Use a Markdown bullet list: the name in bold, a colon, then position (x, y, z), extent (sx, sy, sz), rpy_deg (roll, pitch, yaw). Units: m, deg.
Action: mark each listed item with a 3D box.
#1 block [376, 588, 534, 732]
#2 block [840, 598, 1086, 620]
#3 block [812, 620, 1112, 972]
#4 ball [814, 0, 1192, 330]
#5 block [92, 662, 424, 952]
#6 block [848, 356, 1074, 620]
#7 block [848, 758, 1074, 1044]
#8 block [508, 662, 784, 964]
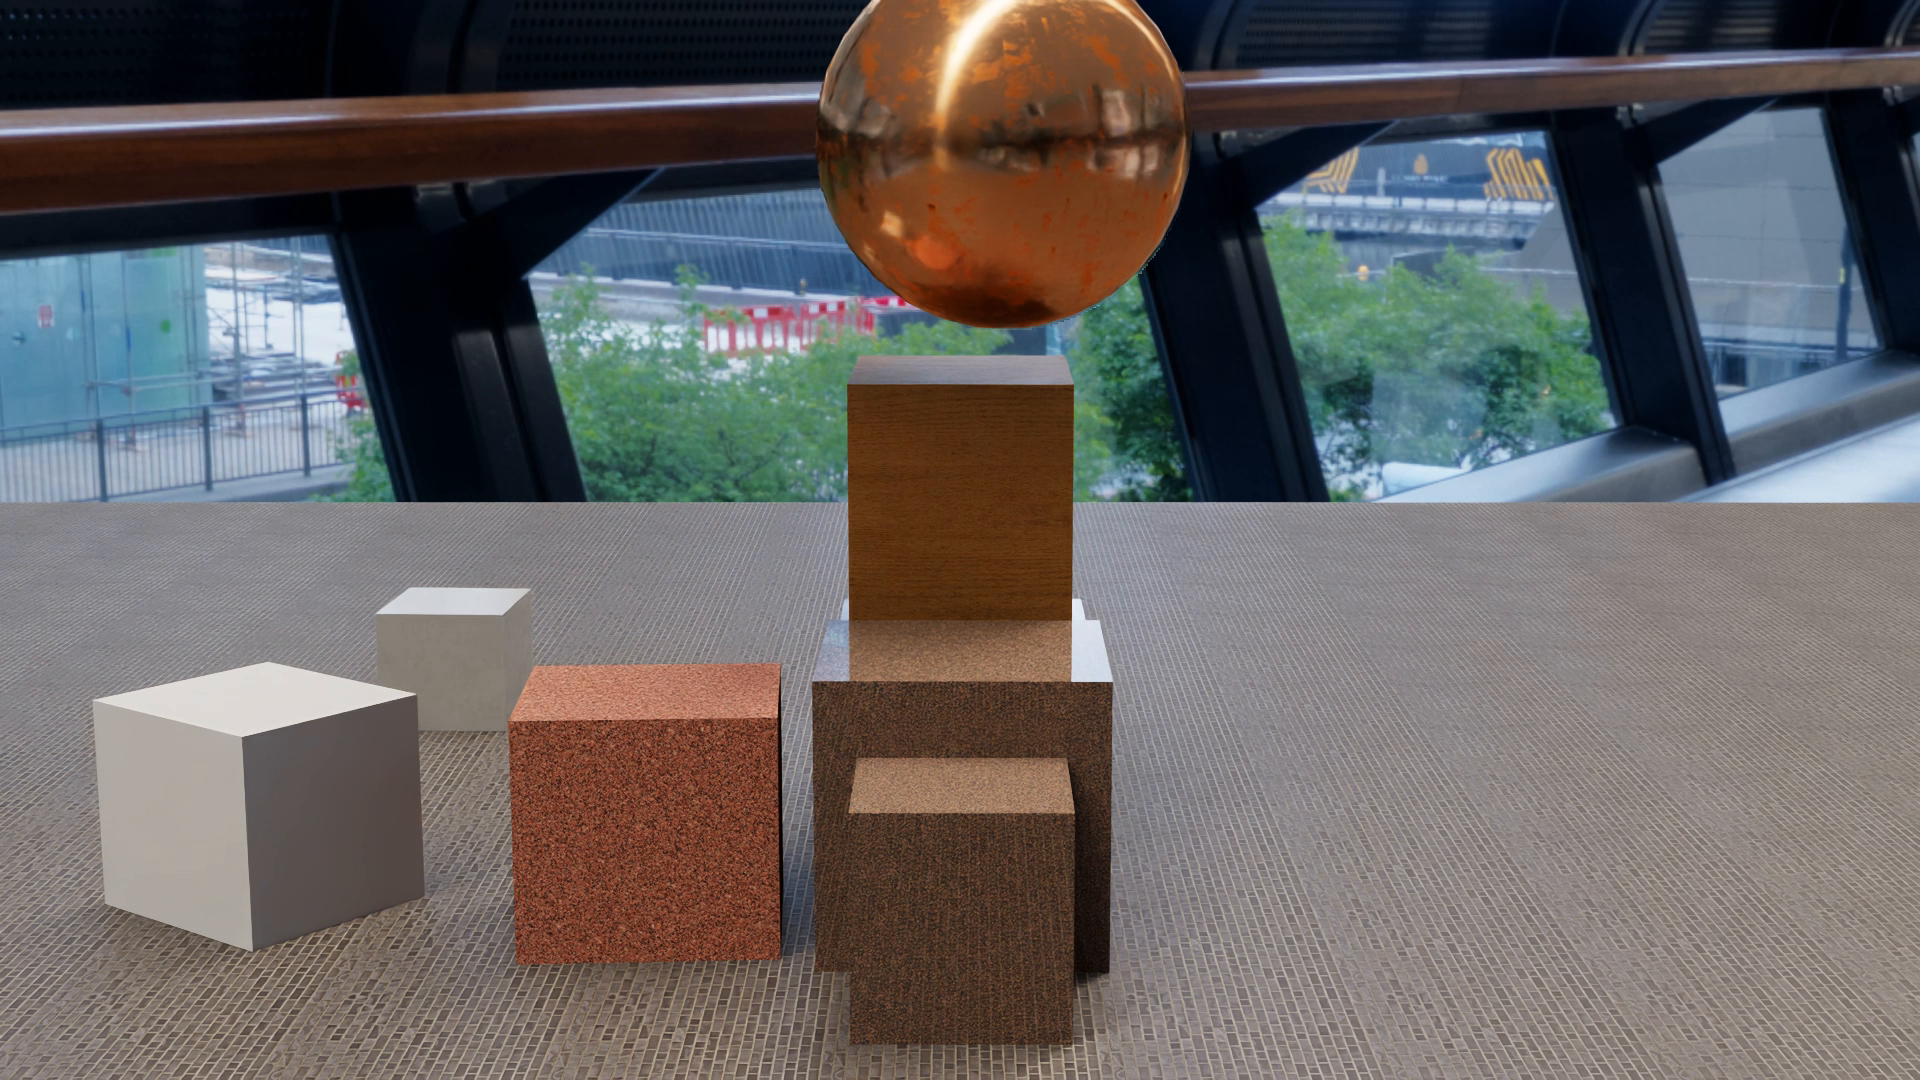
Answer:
- **block**: position (-2.780, 0.652, 14.182), extent (0.691, 0.644, 0.714), rpy_deg (1, 10, 3)
- **block**: position (0.013, 0.893, 11.744), extent (1.123, 1.041, 1.125), rpy_deg (0, 10, 0)
- **block**: position (0.013, 1.028, 10.607), extent (1.166, 1.181, 1.130), rpy_deg (0, 10, 0)
- **ball**: position (0.183, -1.697, 10.872), extent (1.600, 1.600, 1.600), rpy_deg (0, 10, 0)
- **block**: position (-2.988, 1.108, 10.964), extent (1.006, 0.897, 0.904), rpy_deg (8, 13, 37)
- **block**: position (0.006, -0.201, 11.628), extent (0.970, 1.151, 1.127), rpy_deg (0, 10, 0)
- **block**: position (0.007, 1.348, 9.696), extent (0.816, 0.878, 0.764), rpy_deg (0, 10, 0)
- **block**: position (-1.273, 1.113, 10.650), extent (1.053, 1.000, 0.956), rpy_deg (-1, 10, -3)
